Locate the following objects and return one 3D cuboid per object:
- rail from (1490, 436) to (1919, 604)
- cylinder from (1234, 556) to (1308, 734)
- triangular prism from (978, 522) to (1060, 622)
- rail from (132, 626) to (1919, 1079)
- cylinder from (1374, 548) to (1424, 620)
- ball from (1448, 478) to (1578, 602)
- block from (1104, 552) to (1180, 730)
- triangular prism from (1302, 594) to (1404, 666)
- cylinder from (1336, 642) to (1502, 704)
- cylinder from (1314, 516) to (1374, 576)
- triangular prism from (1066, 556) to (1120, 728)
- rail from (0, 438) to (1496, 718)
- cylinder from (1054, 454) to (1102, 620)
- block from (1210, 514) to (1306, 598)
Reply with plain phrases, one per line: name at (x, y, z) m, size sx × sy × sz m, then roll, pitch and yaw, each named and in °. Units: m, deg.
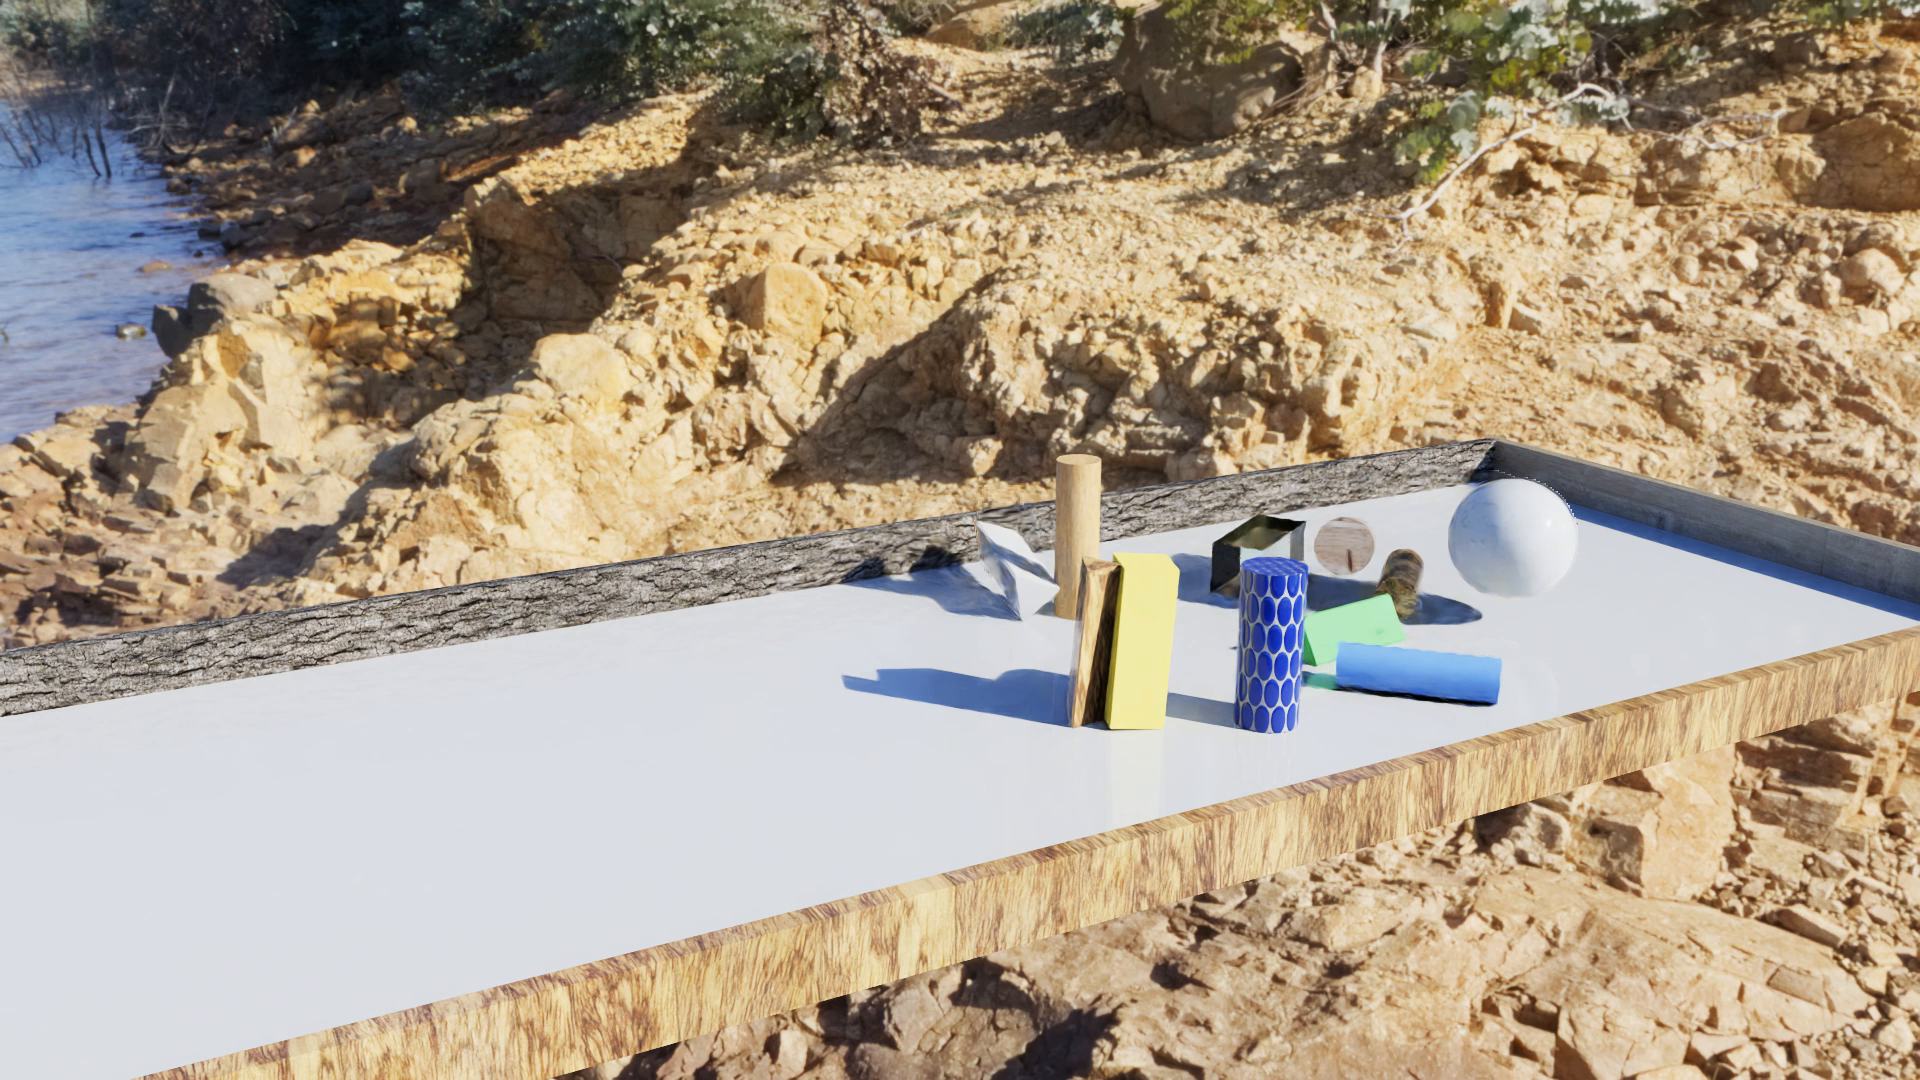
rail at (2.466, -0.048, 5.253) m, size 0.050 × 0.150 × 2.100 m, roll -9°, pitch 18°, yaw -27°
cylinder at (0.723, 0.244, 3.844) m, size 0.152 × 0.384 × 0.152 m, roll 0°, pitch 16°, yaw 0°
triangular prism at (0.138, 0.063, 4.761) m, size 0.136 × 0.117 × 0.454 m, roll -41°, pitch 24°, yaw 4°
rail at (-2.336, 1.006, 1.665) m, size 12.000 × 0.150 × 0.050 m, roll -9°, pitch 18°, yaw -27°
cylinder at (1.261, 0.124, 4.726) m, size 0.118 × 0.118 × 0.320 m, roll 5°, pitch 17°, yaw 18°
ball at (1.514, -0.001, 4.529) m, size 0.338 × 0.338 × 0.338 m, roll 0°, pitch 16°, yaw 0°
block at (0.416, 0.236, 3.850) m, size 0.127 × 0.389 × 0.127 m, roll 1°, pitch 16°, yaw -8°
triangular prism at (1.019, 0.226, 4.373) m, size 0.341 × 0.113 × 0.130 m, roll -11°, pitch 20°, yaw -33°
cylinder at (1.124, 0.325, 4.051) m, size 0.385 × 0.111 × 0.111 m, roll 5°, pitch 17°, yaw 18°
cylinder at (1.102, 0.013, 4.721) m, size 0.161 × 0.161 × 0.412 m, roll 4°, pitch 2°, yaw 14°
triangular prism at (0.292, 0.234, 3.843) m, size 0.094 × 0.395 × 0.082 m, roll -10°, pitch 25°, yaw -33°
rail at (-3.305, 0.497, 3.399) m, size 12.000 × 0.150 × 0.050 m, roll -9°, pitch 18°, yaw -27°
cylinder at (0.327, -0.008, 4.591) m, size 0.123 × 0.445 × 0.123 m, roll 0°, pitch 16°, yaw 0°
block at (0.889, 0.051, 4.907) m, size 0.155 × 0.155 × 0.355 m, roll 10°, pitch 19°, yaw 29°
